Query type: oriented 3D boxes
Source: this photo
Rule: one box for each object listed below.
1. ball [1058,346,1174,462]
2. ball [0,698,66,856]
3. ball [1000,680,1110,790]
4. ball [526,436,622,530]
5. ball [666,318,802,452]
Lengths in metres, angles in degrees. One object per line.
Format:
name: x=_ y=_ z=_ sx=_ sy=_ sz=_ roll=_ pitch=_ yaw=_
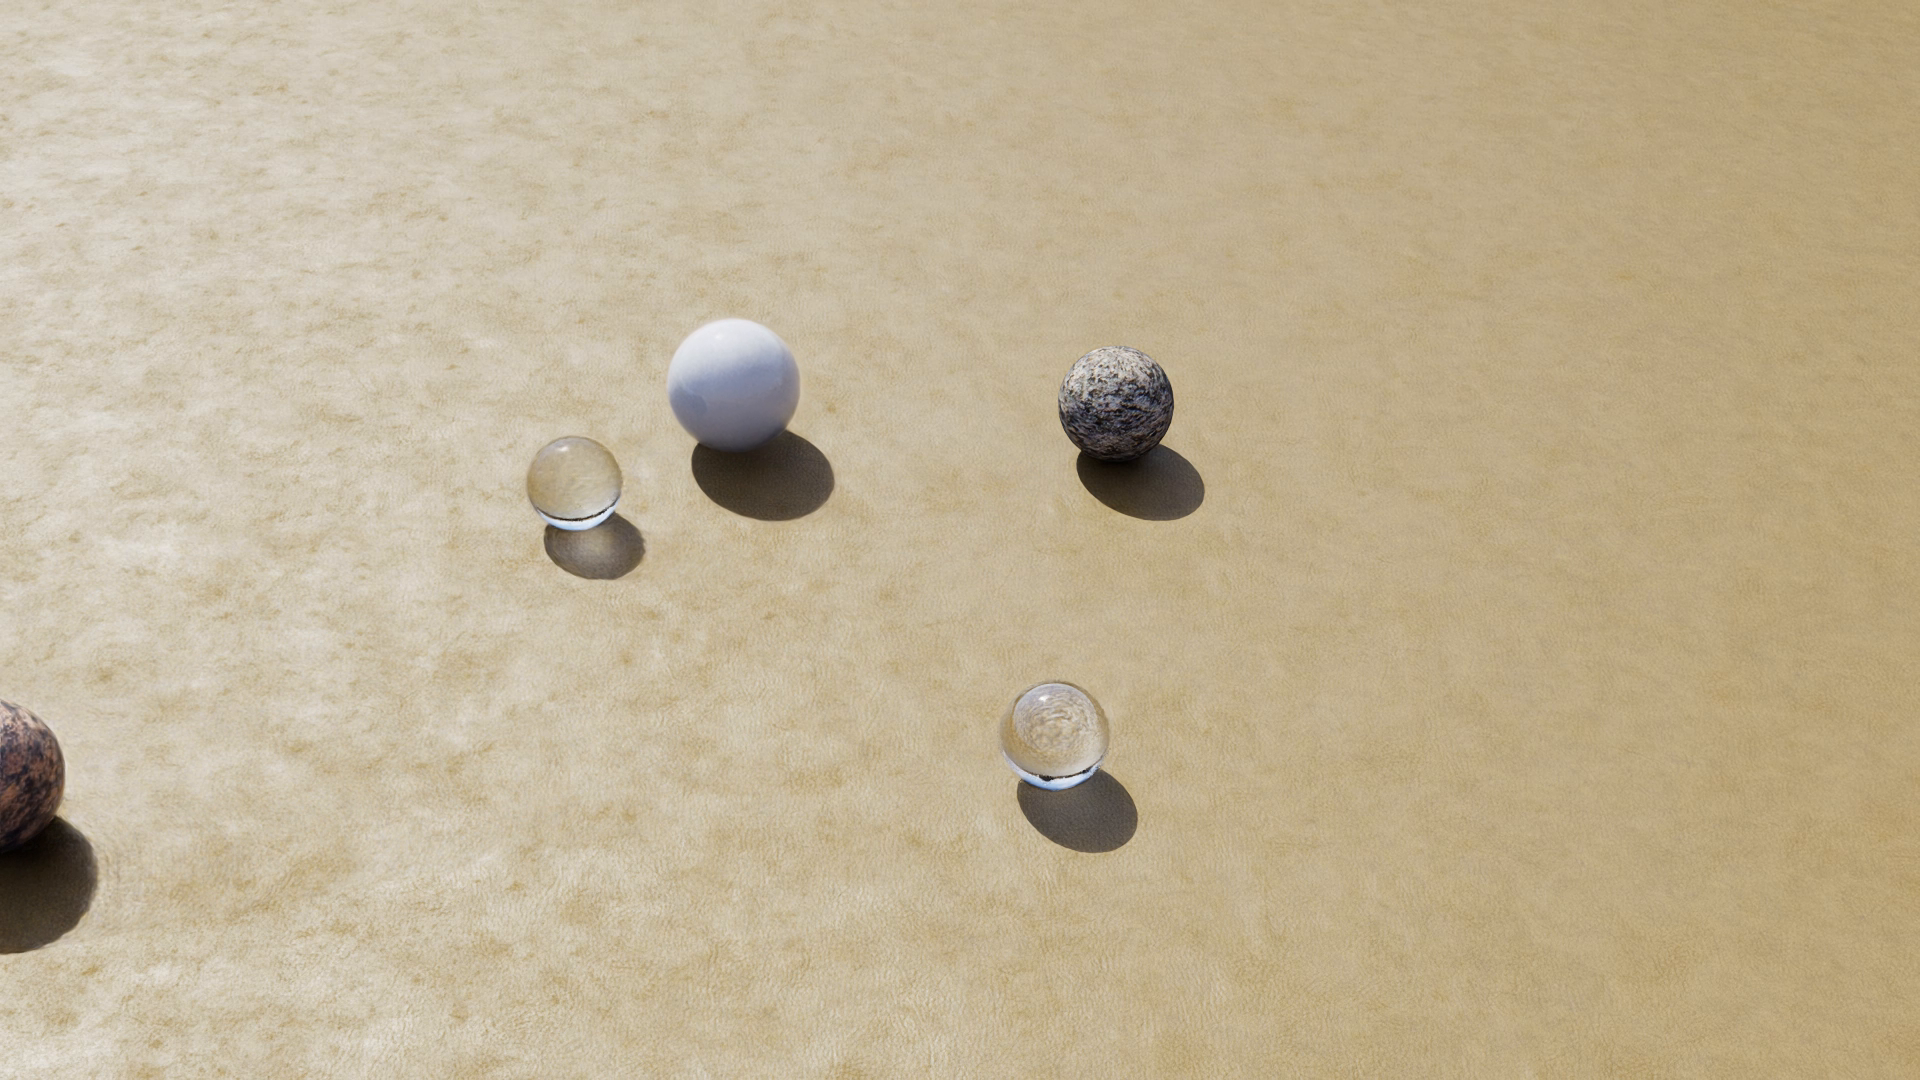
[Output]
ball: x=0.102 y=-0.089 z=1.672 sx=0.076 sy=0.076 sz=0.076 roll=0 pitch=36 yaw=0
ball: x=-0.523 y=0.127 z=1.371 sx=0.086 sy=0.086 sz=0.086 roll=0 pitch=36 yaw=0
ball: x=0.052 y=0.108 z=1.418 sx=0.061 sy=0.061 sz=0.061 roll=0 pitch=36 yaw=0
ball: x=-0.242 y=-0.036 z=1.613 sx=0.060 sy=0.060 sz=0.060 roll=0 pitch=36 yaw=0
ball: x=-0.148 y=-0.101 z=1.678 sx=0.088 sy=0.088 sz=0.088 roll=0 pitch=36 yaw=0
